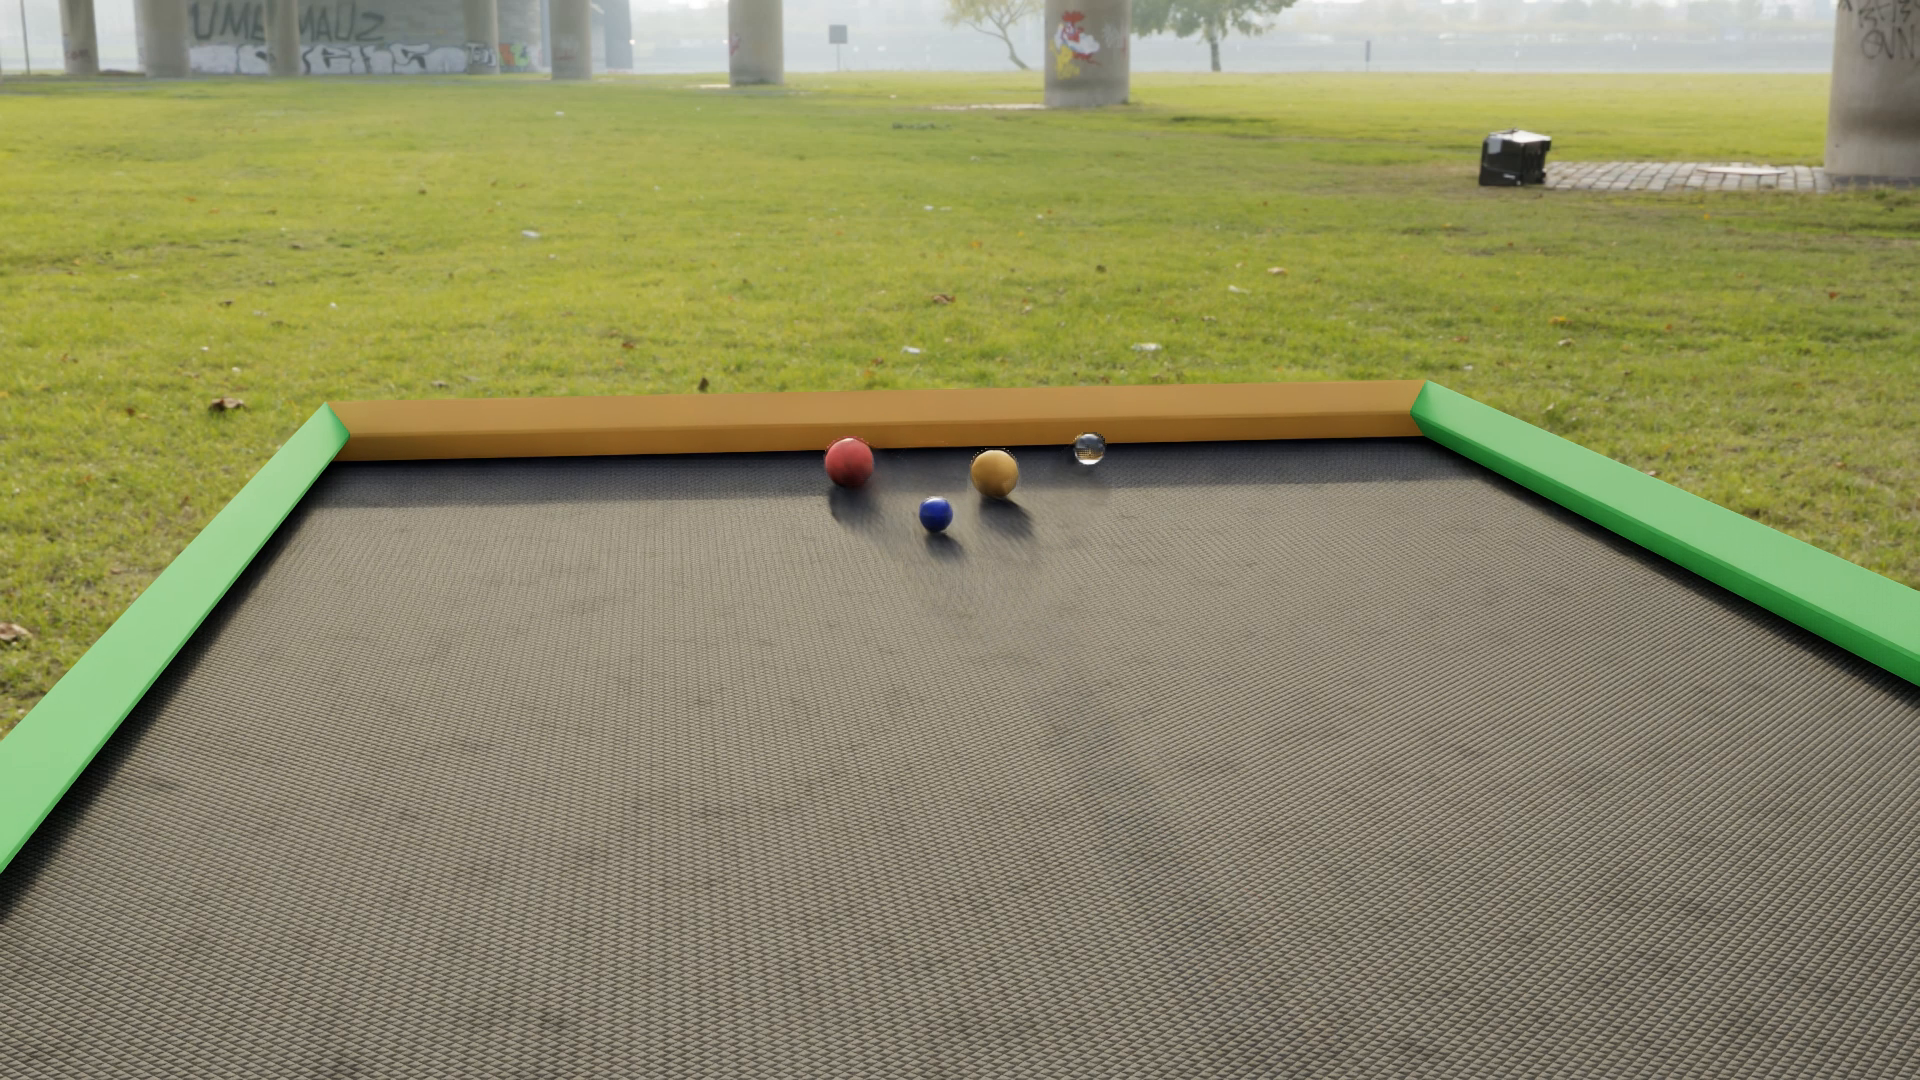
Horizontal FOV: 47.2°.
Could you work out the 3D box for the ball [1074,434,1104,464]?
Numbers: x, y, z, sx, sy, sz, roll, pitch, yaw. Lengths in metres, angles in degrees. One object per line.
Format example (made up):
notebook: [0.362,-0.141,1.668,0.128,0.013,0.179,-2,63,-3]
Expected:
ball: [0.218,-0.153,3.713,0.052,0.052,0.052,0,13,0]

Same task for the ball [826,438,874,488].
ball: [-0.177,-0.123,3.517,0.078,0.078,0.078,0,13,0]

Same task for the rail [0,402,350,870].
rail: [-0.821,0.196,2.031,0.045,0.102,3.529,-2,13,-7]

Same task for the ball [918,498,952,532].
ball: [-0.035,-0.036,3.192,0.049,0.049,0.049,0,13,0]

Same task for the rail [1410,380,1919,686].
rail: [1.053,0.141,2.274,0.045,0.102,3.529,-2,13,-7]

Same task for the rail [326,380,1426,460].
rail: [-0.113,-0.207,3.836,1.938,0.102,0.045,-2,13,-7]

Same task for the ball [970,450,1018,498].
ball: [0.054,-0.104,3.439,0.074,0.074,0.074,0,13,0]
